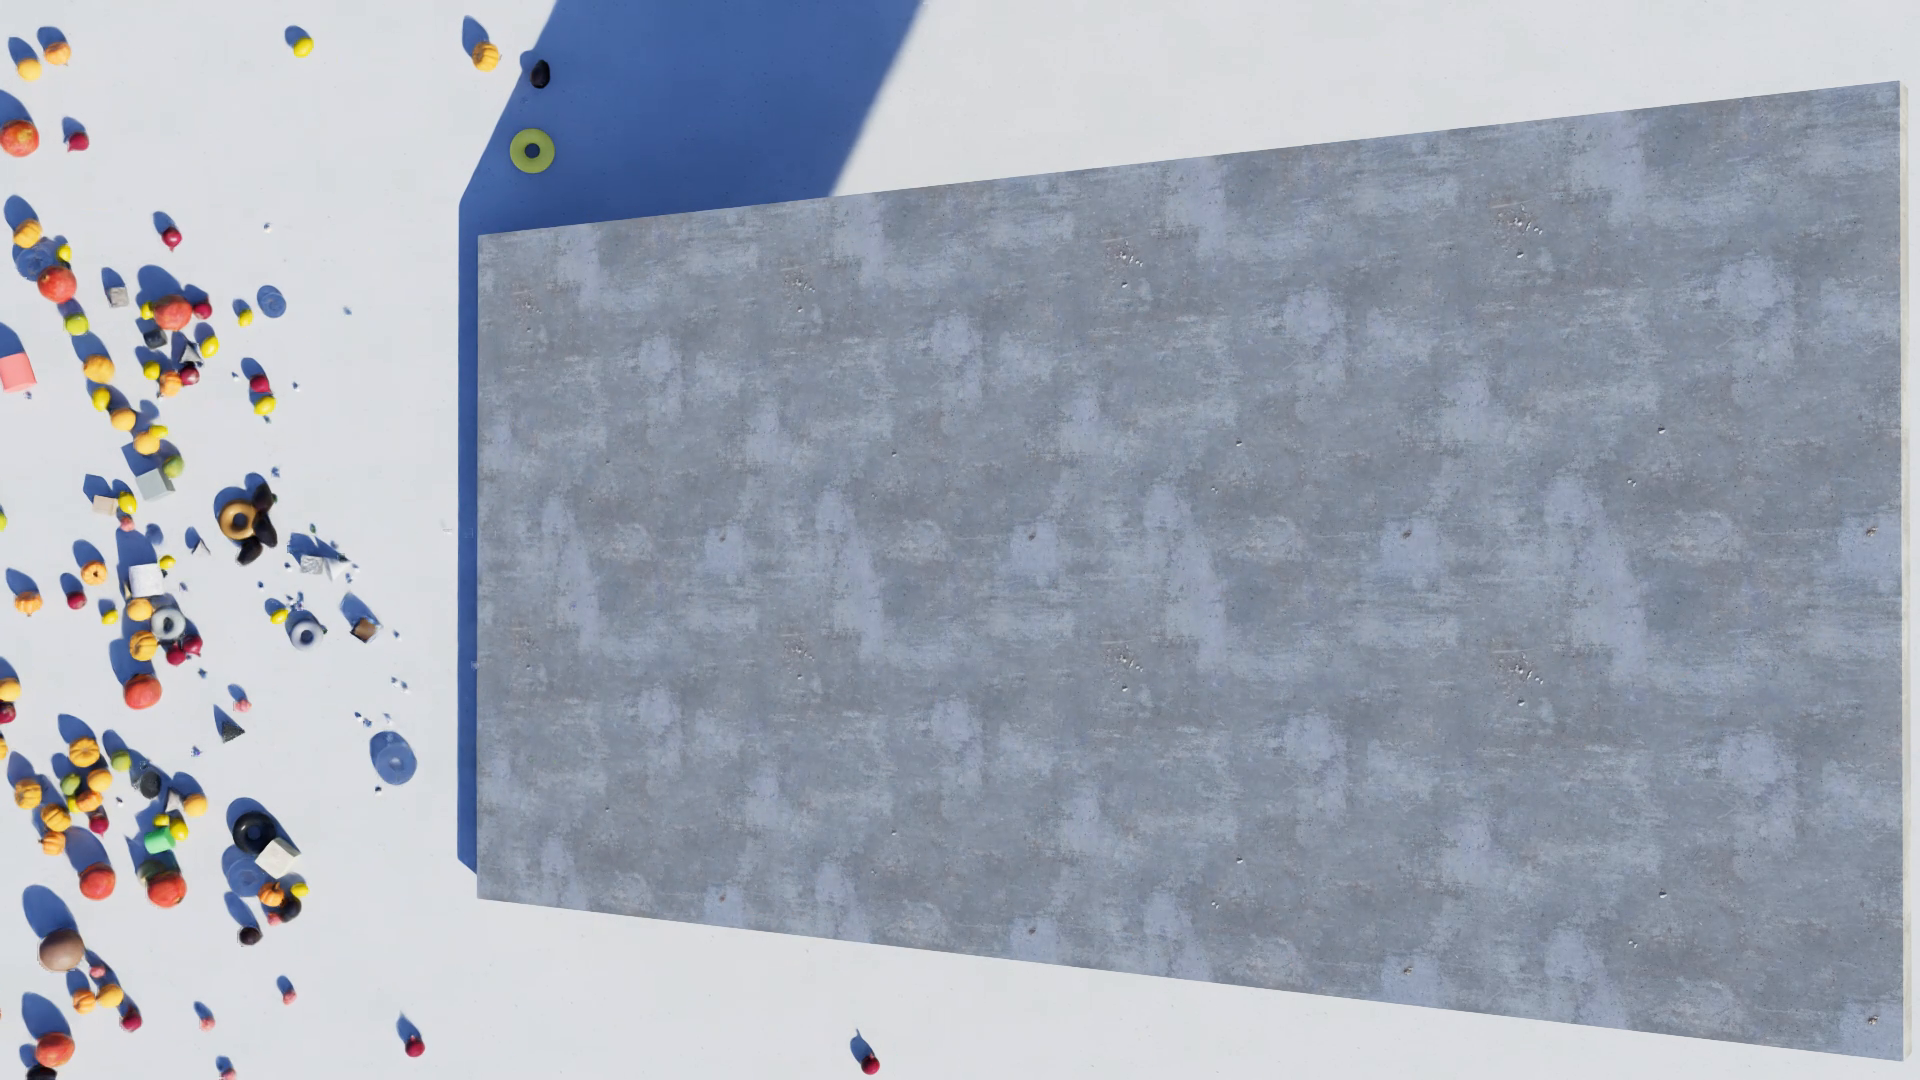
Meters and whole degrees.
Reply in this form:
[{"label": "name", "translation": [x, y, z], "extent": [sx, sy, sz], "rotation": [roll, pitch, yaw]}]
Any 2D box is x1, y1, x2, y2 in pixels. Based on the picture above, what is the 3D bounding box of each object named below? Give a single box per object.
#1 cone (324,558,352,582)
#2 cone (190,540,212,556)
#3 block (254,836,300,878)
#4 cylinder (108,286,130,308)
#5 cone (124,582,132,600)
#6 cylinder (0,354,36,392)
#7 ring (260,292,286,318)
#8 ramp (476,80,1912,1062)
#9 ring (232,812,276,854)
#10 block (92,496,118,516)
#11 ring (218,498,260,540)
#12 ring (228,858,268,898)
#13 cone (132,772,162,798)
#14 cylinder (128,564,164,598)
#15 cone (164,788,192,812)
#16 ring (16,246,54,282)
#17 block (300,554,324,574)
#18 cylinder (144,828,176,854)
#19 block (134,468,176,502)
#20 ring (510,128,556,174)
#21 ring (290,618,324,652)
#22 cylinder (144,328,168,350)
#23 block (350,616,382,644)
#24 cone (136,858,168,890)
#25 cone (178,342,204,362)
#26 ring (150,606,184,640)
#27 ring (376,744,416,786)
[{"label": "cone", "translation": [-1.887, 0.079, 6.696], "extent": [0.078, 0.078, 0.078], "rotation": [-19, 89, -27]}, {"label": "cone", "translation": [-2.305, 0.035, 6.702], "extent": [0.055, 0.055, 0.055], "rotation": [34, 90, -26]}, {"label": "block", "translation": [-2.066, 0.963, 6.664], "extent": [0.084, 0.084, 0.084], "rotation": [39, 90, 0]}, {"label": "cylinder", "translation": [-2.561, -0.739, 6.694], "extent": [0.054, 0.054, 0.054], "rotation": [-12, 88, 0]}, {"label": "cone", "translation": [-2.513, 0.151, 6.699], "extent": [0.060, 0.060, 0.060], "rotation": [-8, 89, -27]}, {"label": "cylinder", "translation": [-2.863, -0.507, 6.672], "extent": [0.093, 0.093, 0.093], "rotation": [-19, 90, 0]}, {"label": "ring", "translation": [-2.094, -0.715, 6.708], "extent": [0.080, 0.027, 0.080], "rotation": [0, 91, 1]}, {"label": "ramp", "translation": [0.259, 0.071, 5.597], "extent": [4.000, 0.100, 2.000], "rotation": [0, 89, 32]}, {"label": "ring", "translation": [-2.147, 0.890, 6.685], "extent": [0.131, 0.044, 0.131], "rotation": [0, 91, 0]}, {"label": "block", "translation": [-2.600, -0.105, 6.689], "extent": [0.053, 0.053, 0.053], "rotation": [11, 90, 0]}, {"label": "ring", "translation": [-2.193, -0.062, 6.693], "extent": [0.130, 0.043, 0.130], "rotation": [0, 87, 3]}, {"label": "ring", "translation": [-2.165, 1.027, 6.685], "extent": [0.124, 0.041, 0.124], "rotation": [0, 90, -1]}, {"label": "cone", "translation": [-2.492, 0.747, 6.689], "extent": [0.082, 0.082, 0.082], "rotation": [-4, 89, 27]}, {"label": "cylinder", "translation": [-2.466, 0.124, 6.666], "extent": [0.094, 0.094, 0.094], "rotation": [-8, 90, 0]}, {"label": "cone", "translation": [-2.373, 0.798, 6.690], "extent": [0.079, 0.079, 0.079], "rotation": [14, 89, -27]}, {"label": "ring", "translation": [-2.819, -0.841, 6.703], "extent": [0.111, 0.037, 0.111], "rotation": [0, 90, -1]}, {"label": "block", "translation": [-1.970, 0.076, 6.687], "extent": [0.054, 0.054, 0.054], "rotation": [7, 90, 0]}, {"label": "cylinder", "translation": [-2.428, 0.913, 6.674], "extent": [0.065, 0.065, 0.065], "rotation": [-20, 90, 0]}, {"label": "block", "translation": [-2.443, -0.167, 6.678], "extent": [0.076, 0.076, 0.076], "rotation": [-25, 90, 0]}, {"label": "ring", "translation": [-1.303, -1.186, 6.702], "extent": [0.138, 0.046, 0.138], "rotation": [0, 89, -1]}, {"label": "ring", "translation": [-1.990, 0.290, 6.695], "extent": [0.103, 0.034, 0.103], "rotation": [0, 89, 1]}, {"label": "cylinder", "translation": [-2.447, -0.610, 6.693], "extent": [0.053, 0.053, 0.053], "rotation": [-19, 90, 0]}, {"label": "block", "translation": [-1.803, 0.273, 6.682], "extent": [0.061, 0.061, 0.061], "rotation": [36, 90, 0]}, {"label": "cone", "translation": [-2.464, 1.020, 6.657], "extent": [0.096, 0.096, 0.096], "rotation": [0, 89, 0]}, {"label": "cone", "translation": [-2.337, -0.557, 6.704], "extent": [0.067, 0.067, 0.067], "rotation": [25, 89, -26]}, {"label": "ring", "translation": [-2.410, 0.252, 6.689], "extent": [0.109, 0.036, 0.109], "rotation": [1, 97, 9]}, {"label": "ring", "translation": [-1.715, 0.683, 6.688], "extent": [0.126, 0.042, 0.126], "rotation": [0, 89, 1]}]
